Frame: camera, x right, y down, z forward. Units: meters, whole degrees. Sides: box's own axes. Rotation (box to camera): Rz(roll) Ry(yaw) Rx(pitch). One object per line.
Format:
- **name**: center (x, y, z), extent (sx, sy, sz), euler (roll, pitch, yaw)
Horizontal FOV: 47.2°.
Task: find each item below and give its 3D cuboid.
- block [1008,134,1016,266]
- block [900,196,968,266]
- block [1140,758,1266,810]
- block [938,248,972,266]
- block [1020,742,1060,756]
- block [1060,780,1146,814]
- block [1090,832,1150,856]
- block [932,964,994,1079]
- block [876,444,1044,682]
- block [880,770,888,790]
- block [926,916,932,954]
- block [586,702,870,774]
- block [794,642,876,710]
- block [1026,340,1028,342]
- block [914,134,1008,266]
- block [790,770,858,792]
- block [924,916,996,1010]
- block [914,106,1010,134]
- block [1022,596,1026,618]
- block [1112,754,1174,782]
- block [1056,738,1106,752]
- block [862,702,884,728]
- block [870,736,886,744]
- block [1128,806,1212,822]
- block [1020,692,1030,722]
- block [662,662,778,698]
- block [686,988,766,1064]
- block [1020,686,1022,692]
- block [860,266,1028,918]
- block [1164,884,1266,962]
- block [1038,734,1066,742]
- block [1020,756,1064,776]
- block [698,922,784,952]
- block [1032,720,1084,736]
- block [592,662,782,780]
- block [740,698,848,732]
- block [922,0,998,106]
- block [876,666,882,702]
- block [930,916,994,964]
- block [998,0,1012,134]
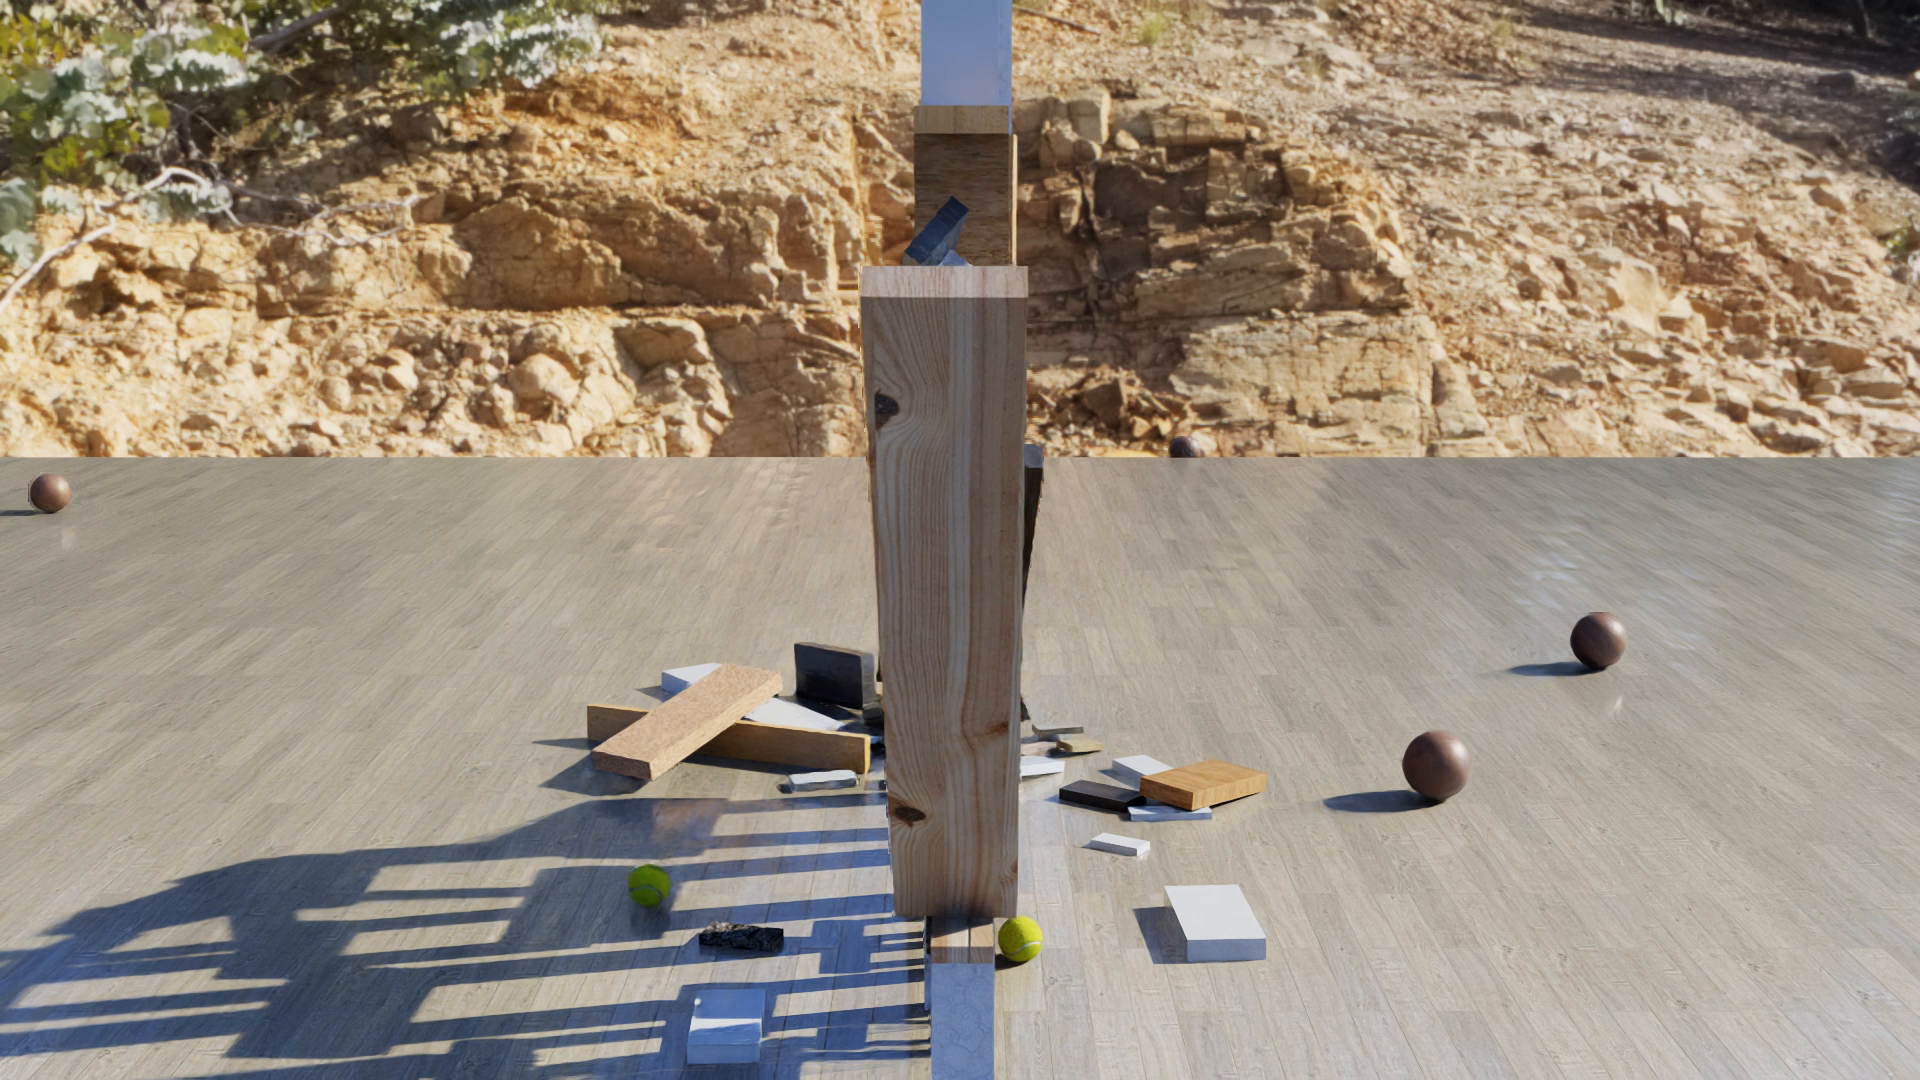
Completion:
- **block**: center (0.017, -0.463, 3.335), extent (0.133, 0.297, 0.038), euler (2, 11, 9)
- **block**: center (-0.044, -0.370, 2.931), extent (0.028, 0.098, 0.273), euler (39, -12, 2)
- **block**: center (0.464, 0.464, 4.188), extent (0.122, 0.035, 0.244), euler (13, 12, 40)
- **block**: center (-0.022, -0.341, 2.992), extent (0.028, 0.098, 0.195), euler (38, 6, 2)
- **block**: center (0.150, 0.431, 4.486), extent (0.099, 0.014, 0.050), euler (-9, 14, -40)
- **block**: center (0.271, 0.486, 4.173), extent (0.148, 0.021, 0.074), euler (8, 13, 36)
- **block**: center (0.285, 0.540, 3.903), extent (0.094, 0.013, 0.047), euler (7, 12, 32)
- **block**: center (0.004, 0.642, 2.932), extent (0.083, 0.166, 0.024), euler (0, -5, 0)
- **block**: center (-0.003, 0.032, 2.645), extent (0.167, 0.335, 0.047), euler (4, 36, -3)
- **block**: center (-0.085, 0.466, 4.282), extent (0.141, 0.020, 0.071), euler (0, 11, 0)
- **block**: center (-0.005, 0.440, 3.066), extent (0.084, 0.287, 0.024), euler (0, 15, 0)
- **block**: center (-0.479, 0.402, 4.478), extent (0.643, 0.074, 0.021), euler (4, 11, 23)
- **block**: center (-0.277, 0.299, 4.858), extent (0.035, 0.122, 0.244), euler (-9, 10, -40)
- **block**: center (0.004, -0.275, 3.088), extent (0.167, 0.047, 0.335), euler (0, 10, -1)
- **block**: center (0.002, -0.444, 3.139), extent (0.133, 0.266, 0.038), euler (0, 7, -1)
- **block**: center (-0.266, 0.468, 4.272), extent (0.122, 0.017, 0.061), euler (-4, 11, -15)
- **block**: center (0.000, 0.578, 3.177), extent (0.102, 0.203, 0.029), euler (0, 10, 1)
- **block**: center (0.003, -0.611, 3.206), extent (0.133, 0.038, 0.266), euler (0, 10, 1)
- **block**: center (0.002, 0.038, 2.850), extent (0.167, 0.335, 0.047), euler (-1, 49, -5)
- **block**: center (0.371, 0.456, 4.333), extent (0.074, 0.021, 0.148), euler (-6, 12, -27)
- **block**: center (0.248, 0.420, 4.507), extent (0.094, 0.013, 0.047), euler (2, 10, -40)
- **block**: center (-0.058, 0.349, 4.675), extent (0.269, 0.038, 0.135), euler (-10, 5, 29)
- **block**: center (-0.209, 0.415, 4.534), extent (0.097, 0.014, 0.049), euler (-3, -4, -27)
- **block**: center (0.389, 0.507, 4.082), extent (0.151, 0.013, 0.047), euler (-1, 11, -4)
- **block**: center (0.041, 0.181, 2.781), extent (0.059, 0.119, 0.017), euler (-19, 17, 4)
- **block**: center (-0.542, 0.332, 4.951), extent (0.140, 0.040, 0.281), euler (-8, 13, -35)
- **block**: center (-0.327, 0.683, 3.094), extent (0.098, 0.028, 0.195), euler (0, 11, -3)
- **block**: center (0.001, 0.017, 3.037), extent (0.167, 0.507, 0.047), euler (0, 13, 0)
- **block**: center (-0.011, 0.120, 2.621), extent (0.167, 1.123, 0.047), euler (0, 47, 1)
- **block**: center (0.402, 0.606, 3.490), extent (0.122, 0.035, 0.244), euler (-1, 11, -3)
- **block**: center (0.198, 0.404, 4.630), extent (0.050, 0.014, 0.099), euler (2, 11, 13)
- **block**: center (0.134, 0.445, 4.338), extent (0.071, 0.020, 0.141), euler (8, 5, 41)
- **block**: center (-0.343, 0.622, 3.450), extent (0.119, 0.017, 0.059), euler (3, 11, 16)
- **block**: center (0.205, 0.395, 4.606), extent (0.097, 0.014, 0.049), euler (-3, 11, -15)
- **block**: center (-0.543, 0.361, 4.435), extent (0.140, 0.040, 0.448), euler (8, 24, 29)
- **block**: center (-0.371, 0.390, 4.637), extent (0.140, 0.040, 0.281), euler (-7, 13, -34)
- **block**: center (0.000, -0.743, 3.194), extent (0.112, 0.223, 0.032), euler (0, 6, 0)
- **block**: center (-0.122, 0.332, 4.953), extent (0.135, 0.038, 0.269), euler (0, 11, -2)
- **block**: center (0.004, 0.534, 2.992), extent (0.083, 0.024, 0.166), euler (0, 10, 0)
- **block**: center (0.022, -0.747, 3.359), extent (0.112, 0.274, 0.032), euler (-1, 7, -6)
